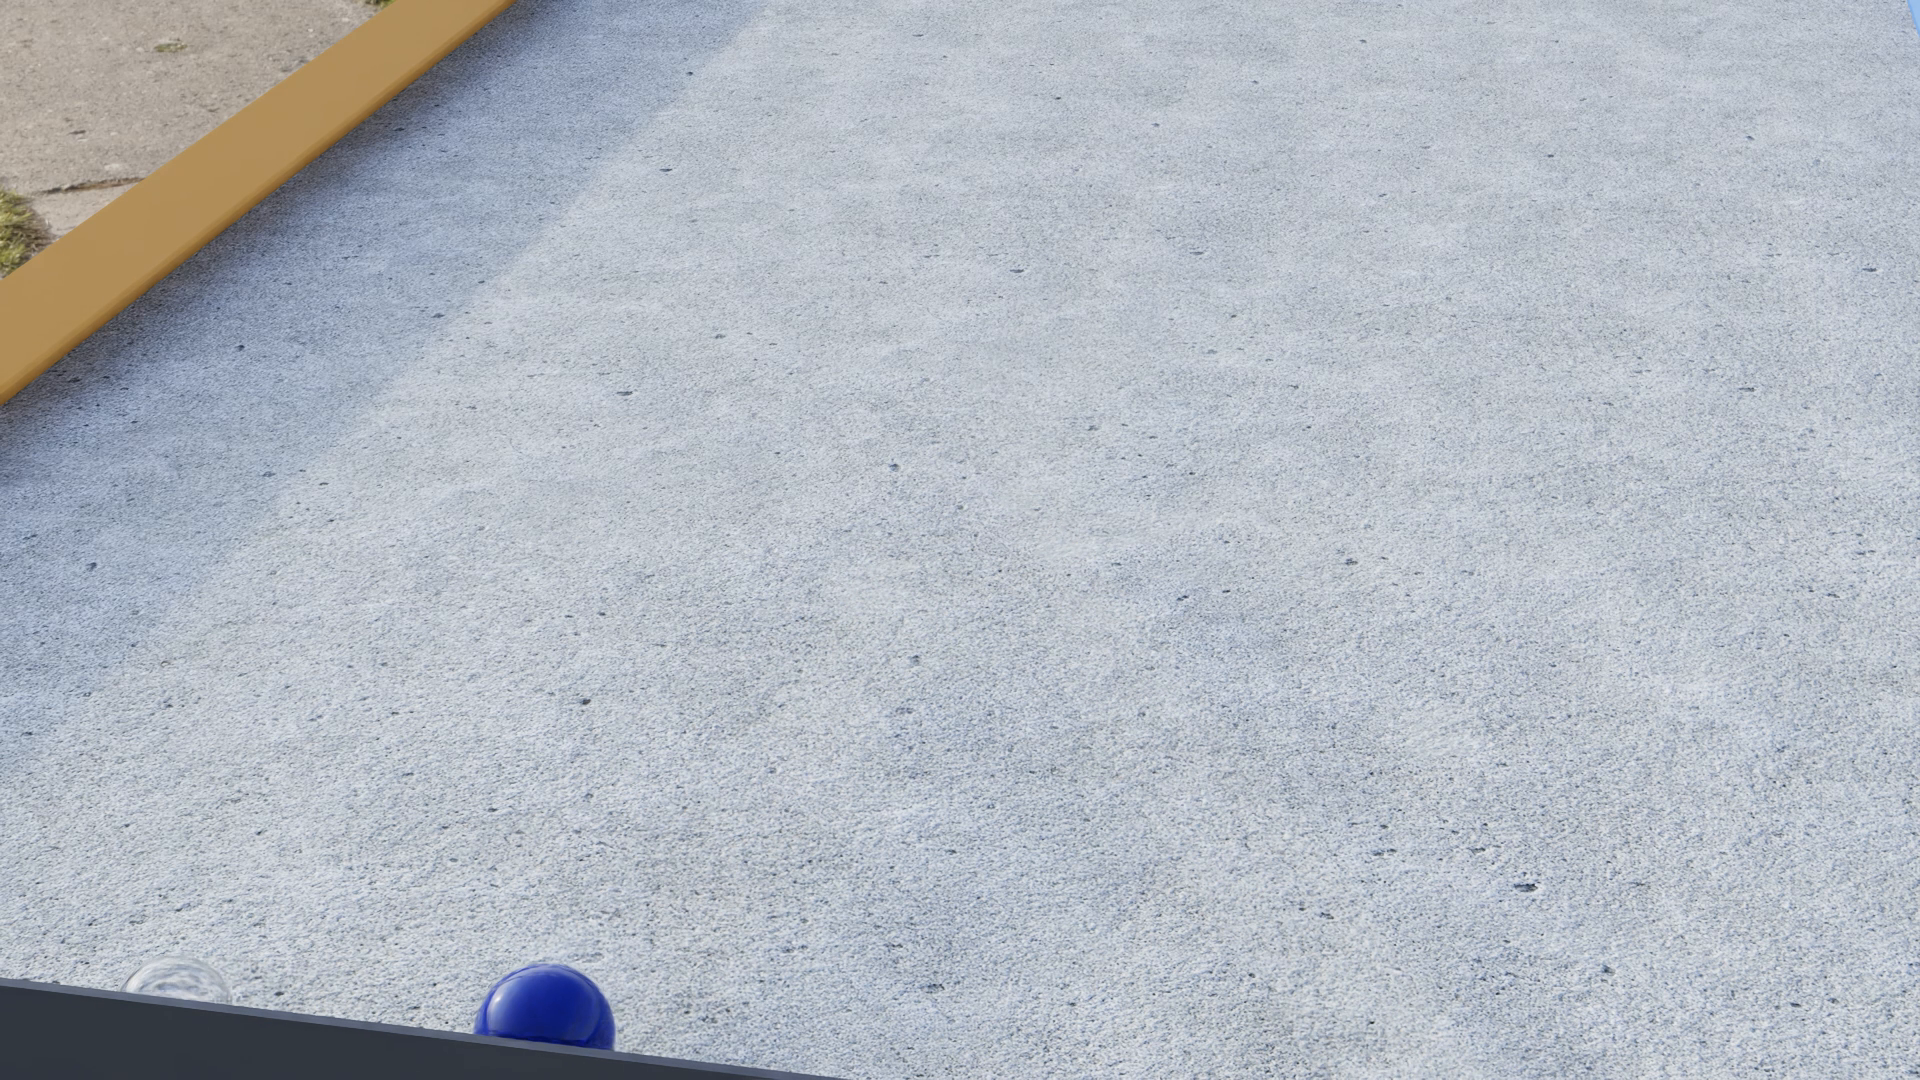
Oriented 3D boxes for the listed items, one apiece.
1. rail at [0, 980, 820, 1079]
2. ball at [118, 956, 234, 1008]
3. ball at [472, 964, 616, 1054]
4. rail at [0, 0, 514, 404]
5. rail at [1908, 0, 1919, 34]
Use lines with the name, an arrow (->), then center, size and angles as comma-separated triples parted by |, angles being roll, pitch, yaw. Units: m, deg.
rail -> -0.126, 0.258, 1.325 | 1.514, 0.088, 0.045 | 5, 26, 10
ball -> -0.380, 0.230, 1.422 | 0.057, 0.057, 0.057 | 0, 25, 0
ball -> -0.197, 0.235, 1.397 | 0.068, 0.068, 0.068 | 0, 25, 0
rail -> -0.588, -0.357, 2.615 | 0.045, 0.088, 2.669 | 5, 26, 10
rail -> 0.850, -0.233, 2.355 | 0.045, 0.088, 2.669 | 5, 26, 10
